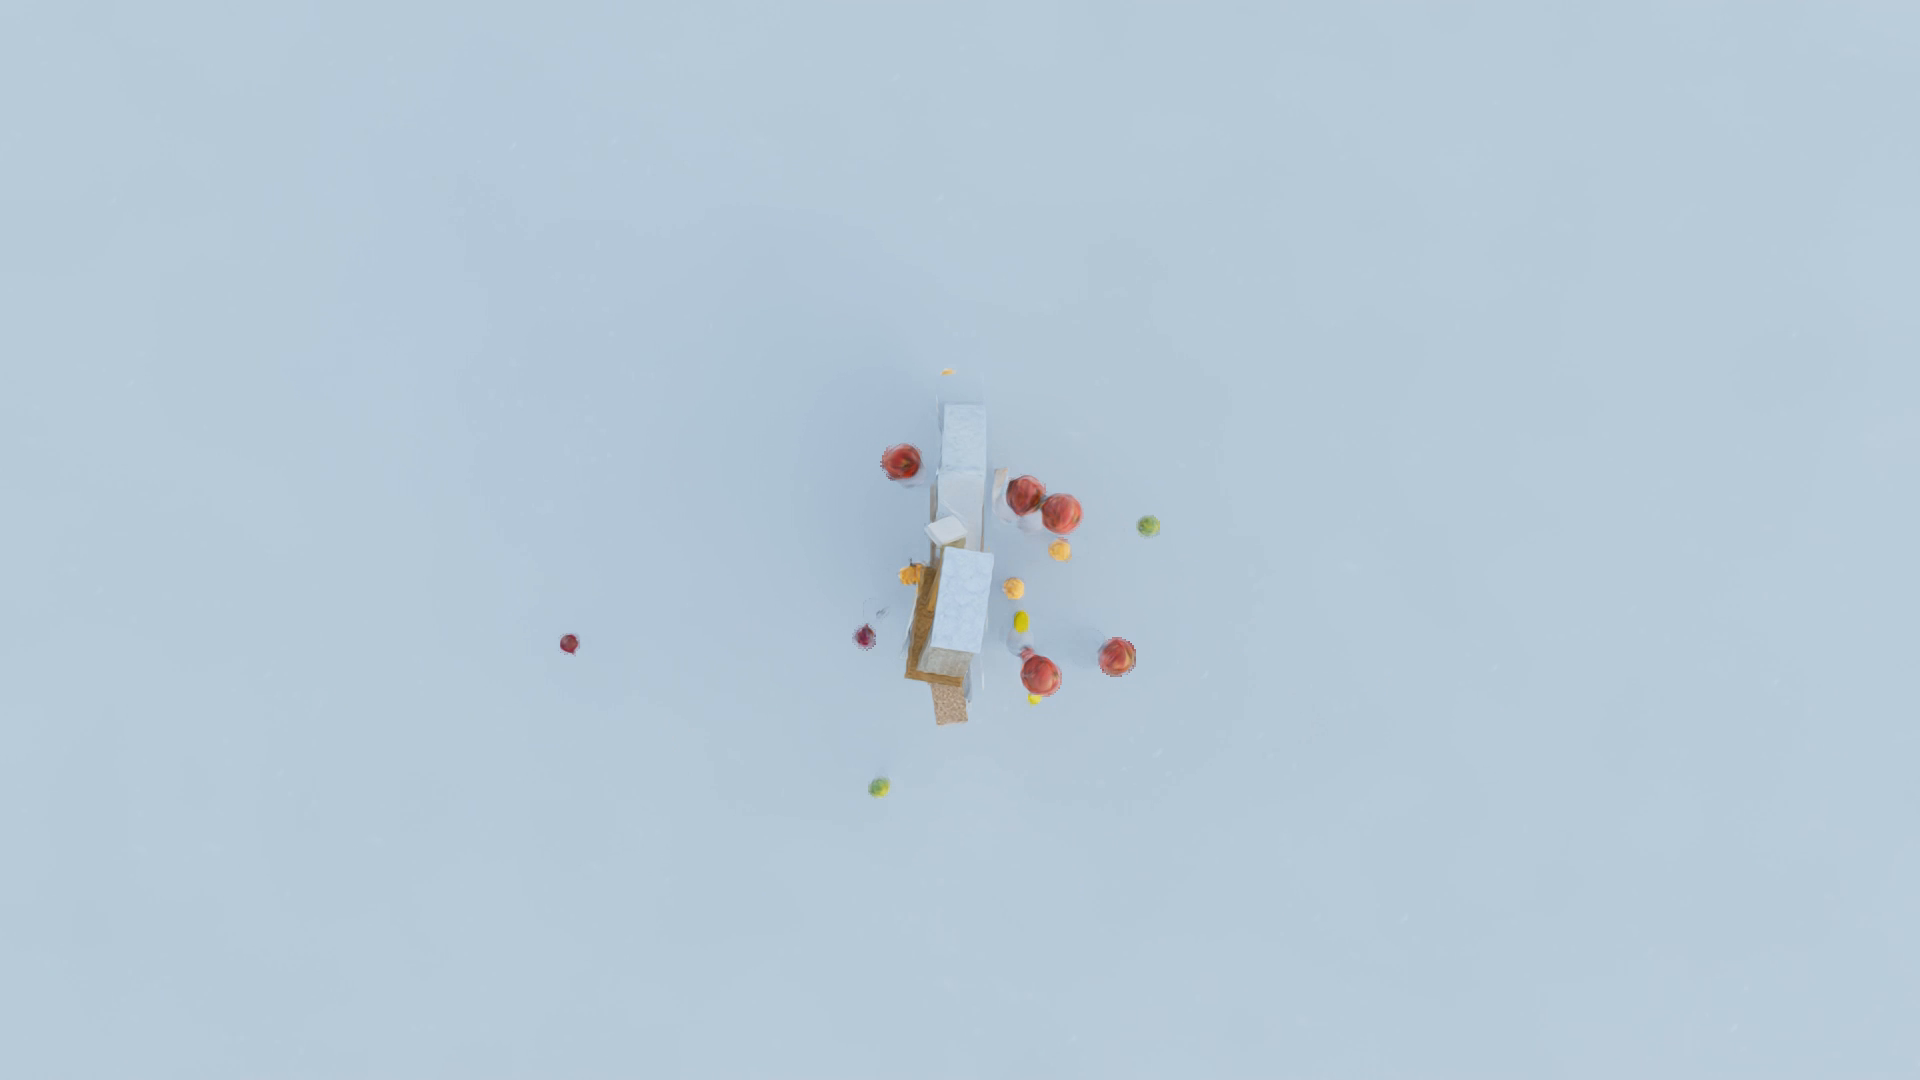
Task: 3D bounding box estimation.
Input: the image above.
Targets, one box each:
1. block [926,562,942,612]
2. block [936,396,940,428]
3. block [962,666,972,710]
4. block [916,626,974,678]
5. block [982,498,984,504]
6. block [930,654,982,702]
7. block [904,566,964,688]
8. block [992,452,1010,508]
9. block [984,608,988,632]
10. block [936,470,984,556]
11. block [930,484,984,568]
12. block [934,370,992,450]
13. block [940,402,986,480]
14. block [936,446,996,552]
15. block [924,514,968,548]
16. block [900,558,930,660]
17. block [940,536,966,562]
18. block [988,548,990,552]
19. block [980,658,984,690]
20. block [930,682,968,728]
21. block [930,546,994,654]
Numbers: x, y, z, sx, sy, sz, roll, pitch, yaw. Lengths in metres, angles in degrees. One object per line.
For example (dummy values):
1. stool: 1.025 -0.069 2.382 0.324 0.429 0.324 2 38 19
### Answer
1. block: -0.006 0.124 4.191 0.123 0.247 0.035 6 65 -7
2. block: -0.002 -0.407 5.135 0.136 0.729 0.039 -1 88 0
3. block: -0.010 0.388 4.472 0.083 0.167 0.024 -4 135 1
4. block: -0.030 0.281 4.174 0.123 0.247 0.035 9 64 -7
5. block: 0.002 -0.101 4.439 0.118 0.034 0.237 4 78 -2
6. block: -0.016 0.297 4.560 0.143 0.041 0.286 -3 90 0
7. block: -0.048 0.229 4.331 0.148 0.042 0.295 11 83 -15
8. block: 0.039 -0.163 4.831 0.156 0.548 0.044 -5 79 -5
9. block: 0.001 0.111 4.889 0.158 0.045 0.316 0 91 -1
10. block: -0.001 -0.068 4.342 0.118 0.034 0.237 2 115 -1
11. block: -0.008 -0.002 4.456 0.148 0.042 0.295 0 78 -2
12. block: 0.011 -0.343 4.749 0.136 0.039 0.273 -7 88 -1
13. block: 0.012 -0.276 4.517 0.118 0.458 0.034 2 116 0
14. block: 0.009 -0.095 4.529 0.156 0.044 0.311 4 89 -2
15. block: -0.035 -0.023 4.268 0.062 0.124 0.018 50 124 12
16. block: -0.054 0.205 4.444 0.148 0.042 0.295 19 58 -7
17. block: -0.019 0.031 4.263 0.062 0.191 0.018 5 121 -1
18. block: 0.009 0.019 5.068 0.158 0.316 0.045 -3 86 0
19. block: -0.005 0.395 5.040 0.143 0.919 0.041 -2 90 0
20. block: -0.032 0.413 4.399 0.083 0.024 0.167 -9 67 -3
21. block: 0.005 0.148 4.048 0.123 0.035 0.247 9 84 -7
